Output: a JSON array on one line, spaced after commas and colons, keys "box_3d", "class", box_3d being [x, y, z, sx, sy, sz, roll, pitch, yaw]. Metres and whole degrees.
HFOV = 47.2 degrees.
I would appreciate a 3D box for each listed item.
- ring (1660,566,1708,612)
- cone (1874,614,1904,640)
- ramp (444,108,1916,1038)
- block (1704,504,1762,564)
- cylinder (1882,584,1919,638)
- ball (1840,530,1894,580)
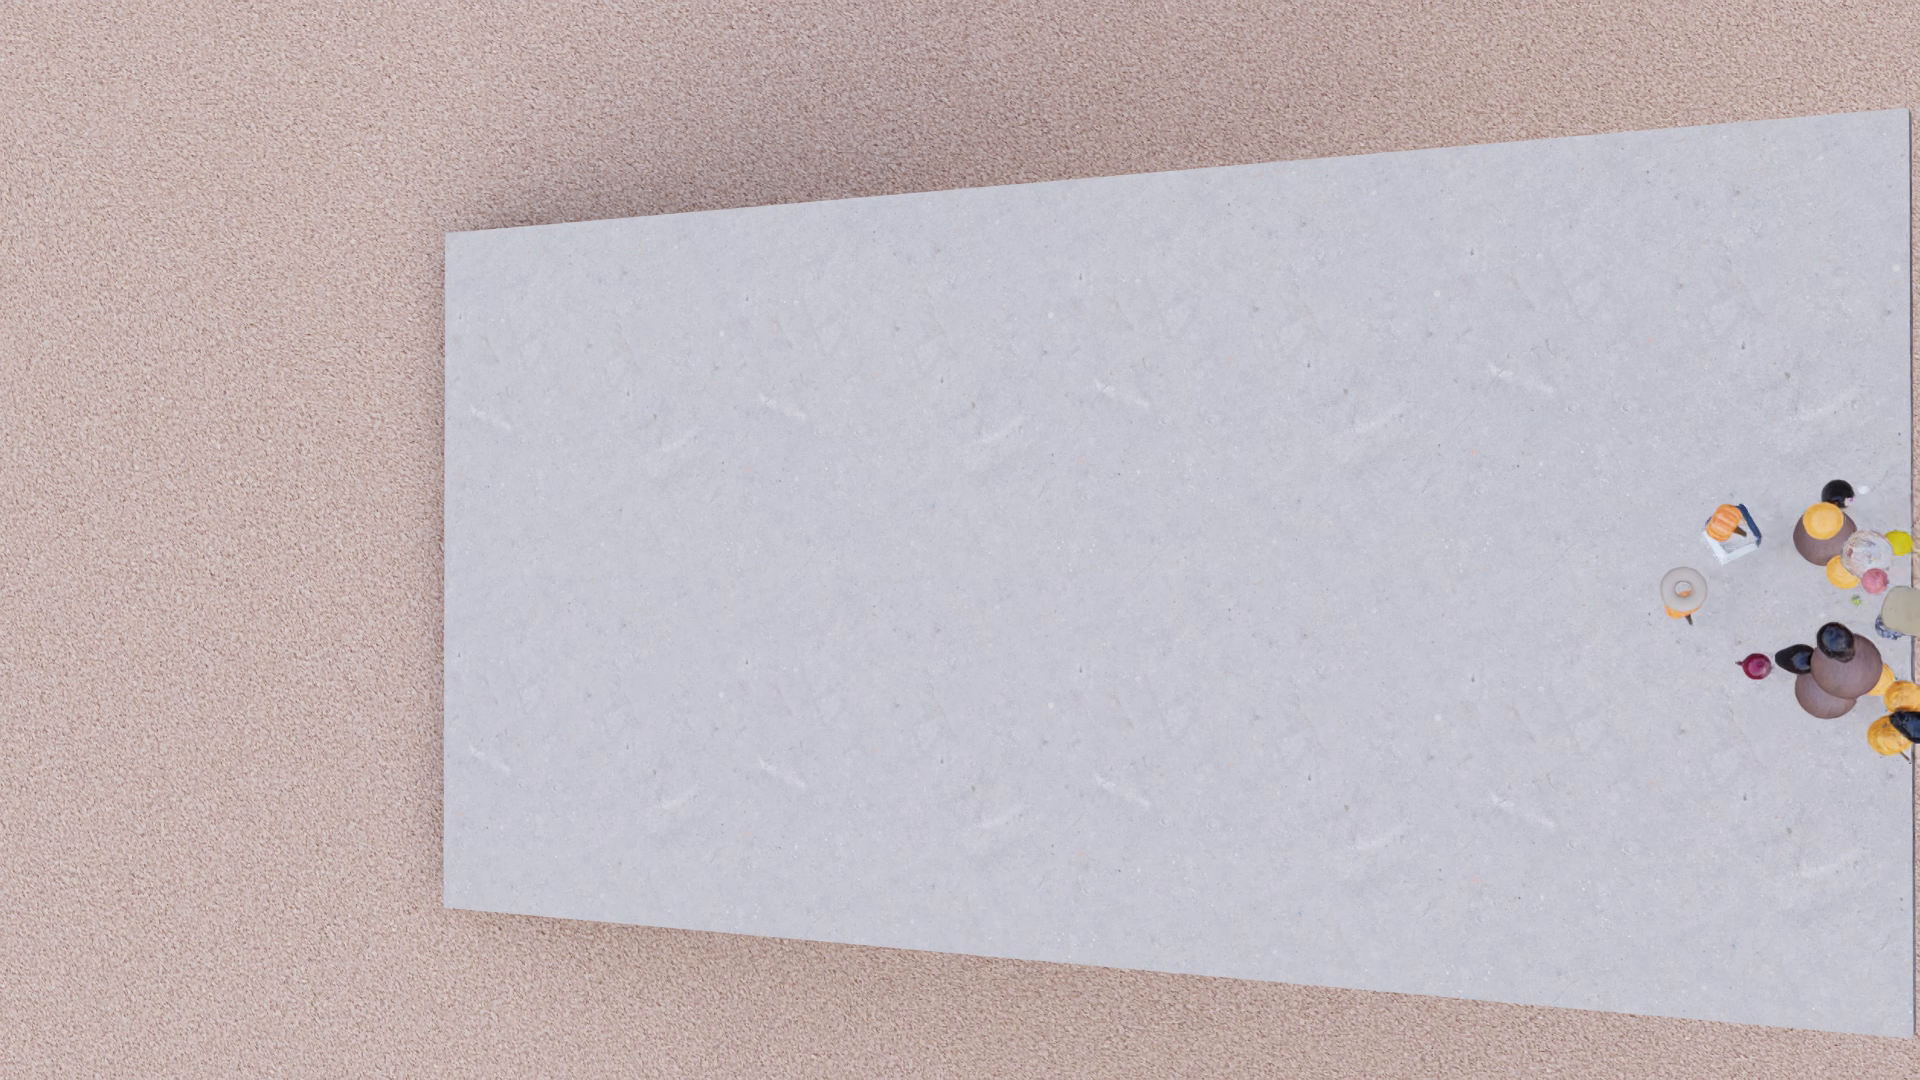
[{"box_3d": [1.531, 0.104, 4.653, 0.098, 0.033, 0.098, -3, 77, 11], "class": "ring"}, {"box_3d": [1.818, 0.177, 4.299, 0.059, 0.059, 0.059, -7, 66, 15], "class": "cone"}, {"box_3d": [0.279, 0.079, 5.667, 4.000, 0.100, 2.000, 0, 89, 27], "class": "ramp"}, {"box_3d": [1.654, -0.012, 4.708, 0.083, 0.083, 0.083, -25, 67, 3], "class": "block"}, {"box_3d": [1.730, 0.132, 3.977, 0.084, 0.084, 0.084, -8, 106, -28], "class": "cylinder"}, {"box_3d": [1.519, 0.024, 3.681, 0.084, 0.084, 0.084, 0, 89, 0], "class": "ball"}]
